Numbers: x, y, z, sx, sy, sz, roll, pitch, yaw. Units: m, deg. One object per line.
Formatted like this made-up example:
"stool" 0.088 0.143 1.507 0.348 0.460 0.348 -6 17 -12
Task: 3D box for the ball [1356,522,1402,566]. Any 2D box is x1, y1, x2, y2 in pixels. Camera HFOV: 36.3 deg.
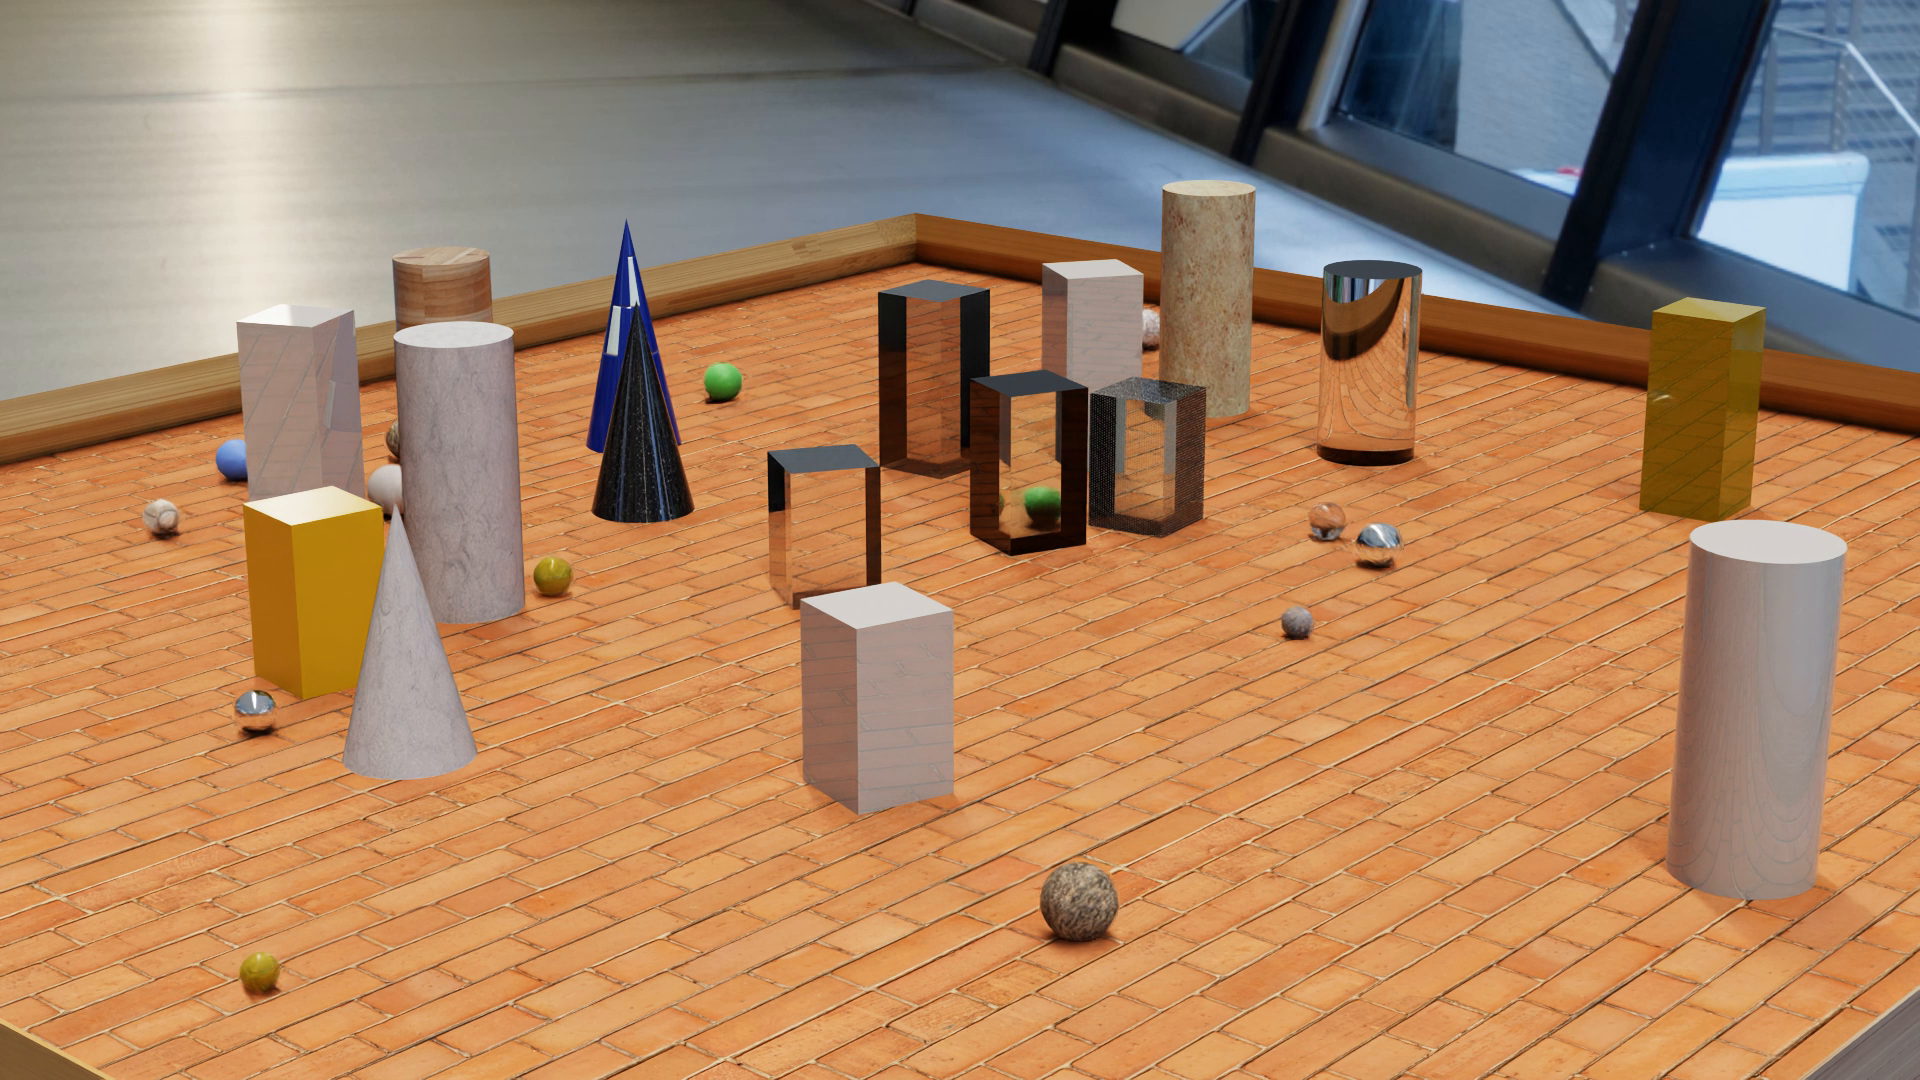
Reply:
"ball" 0.755 0.008 5.288 0.081 0.081 0.081 0 17 0

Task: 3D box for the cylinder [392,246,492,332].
"cylinder" -1.075 -0.404 6.129 0.200 0.386 0.200 0 17 0

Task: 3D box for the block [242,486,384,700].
"block" -1.026 0.082 4.686 0.160 0.287 0.160 -14 22 -38

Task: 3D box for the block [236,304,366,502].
"block" -1.251 -0.238 5.577 0.160 0.386 0.160 5 18 17

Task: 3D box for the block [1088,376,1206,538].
"block" 0.354 -0.158 5.533 0.160 0.258 0.160 11 20 32

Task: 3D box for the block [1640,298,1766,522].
"block" 1.420 -0.250 5.610 0.160 0.390 0.160 12 21 35

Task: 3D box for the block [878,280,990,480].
"block" -0.052 -0.326 5.912 0.160 0.361 0.160 13 21 36

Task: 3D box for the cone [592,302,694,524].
"cone" -0.612 -0.258 5.598 0.200 0.412 0.200 0 17 0

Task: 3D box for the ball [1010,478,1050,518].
"ball" 0.134 -0.082 5.596 0.076 0.076 0.076 0 17 0

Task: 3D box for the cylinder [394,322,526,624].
"cylinder" -0.853 -0.116 5.009 0.200 0.481 0.200 0 17 0

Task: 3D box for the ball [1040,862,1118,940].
"ball" 0.152 0.461 3.750 0.100 0.100 0.100 0 17 0

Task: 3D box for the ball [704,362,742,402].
"ball" -0.522 -0.349 6.468 0.084 0.084 0.084 0 17 0

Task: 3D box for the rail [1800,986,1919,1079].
"rail" 1.522 0.414 3.854 0.045 0.130 4.327 14 22 39

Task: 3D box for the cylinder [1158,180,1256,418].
"cylinder" 0.534 -0.524 6.357 0.200 0.483 0.200 0 17 0

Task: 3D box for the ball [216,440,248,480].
"ball" -1.441 -0.159 5.845 0.082 0.082 0.082 0 17 0

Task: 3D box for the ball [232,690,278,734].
"ball" -1.075 0.262 4.473 0.066 0.066 0.066 0 17 0

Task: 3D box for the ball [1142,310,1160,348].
"ball" 0.442 -0.503 6.971 0.090 0.090 0.090 0 17 0

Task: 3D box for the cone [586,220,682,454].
"cone" -0.682 -0.431 6.061 0.200 0.476 0.200 0 17 0

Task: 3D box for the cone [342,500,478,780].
"cone" -0.823 0.132 4.329 0.200 0.398 0.200 0 17 0

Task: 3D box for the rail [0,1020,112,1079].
"rail" -1.403 0.498 3.572 4.079 0.130 0.045 14 22 39

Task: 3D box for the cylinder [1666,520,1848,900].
"cylinder" 1.057 0.224 3.904 0.200 0.466 0.200 0 17 0

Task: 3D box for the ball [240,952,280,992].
"ball" -0.862 0.531 3.607 0.048 0.048 0.048 0 17 0

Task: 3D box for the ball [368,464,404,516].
"ball" -1.083 -0.095 5.604 0.097 0.097 0.097 0 17 0

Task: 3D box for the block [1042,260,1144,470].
"block" 0.266 -0.355 5.946 0.160 0.397 0.160 -5 17 -16

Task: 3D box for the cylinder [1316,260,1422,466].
"cylinder" 0.836 -0.362 5.990 0.200 0.387 0.200 0 17 0

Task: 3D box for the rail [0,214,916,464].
"rail" -1.522 -0.349 6.385 0.045 0.130 4.327 14 22 39

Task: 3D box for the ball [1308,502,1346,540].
"ball" 0.683 -0.034 5.450 0.069 0.069 0.069 0 17 0

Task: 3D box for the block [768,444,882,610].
"block" -0.237 -0.024 5.115 0.160 0.244 0.160 -5 18 -17

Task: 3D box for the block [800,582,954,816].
"block" -0.119 0.225 4.225 0.160 0.278 0.160 -10 20 -31

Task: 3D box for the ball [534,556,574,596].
"ball" -0.711 0.063 5.127 0.069 0.069 0.069 0 17 0

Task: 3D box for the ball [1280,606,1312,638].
"ball" 0.563 0.137 4.907 0.054 0.054 0.054 0 17 0

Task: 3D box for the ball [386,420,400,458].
"ball" -1.130 -0.207 5.993 0.087 0.087 0.087 0 17 0

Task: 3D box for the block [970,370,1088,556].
"block" 0.126 -0.144 5.417 0.160 0.299 0.160 -8 19 -26

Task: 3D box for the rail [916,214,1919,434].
"rail" 1.403 -0.433 6.667 4.079 0.130 0.045 14 22 39

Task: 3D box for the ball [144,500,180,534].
"ball" -1.492 -0.042 5.484 0.065 0.065 0.065 0 17 0
